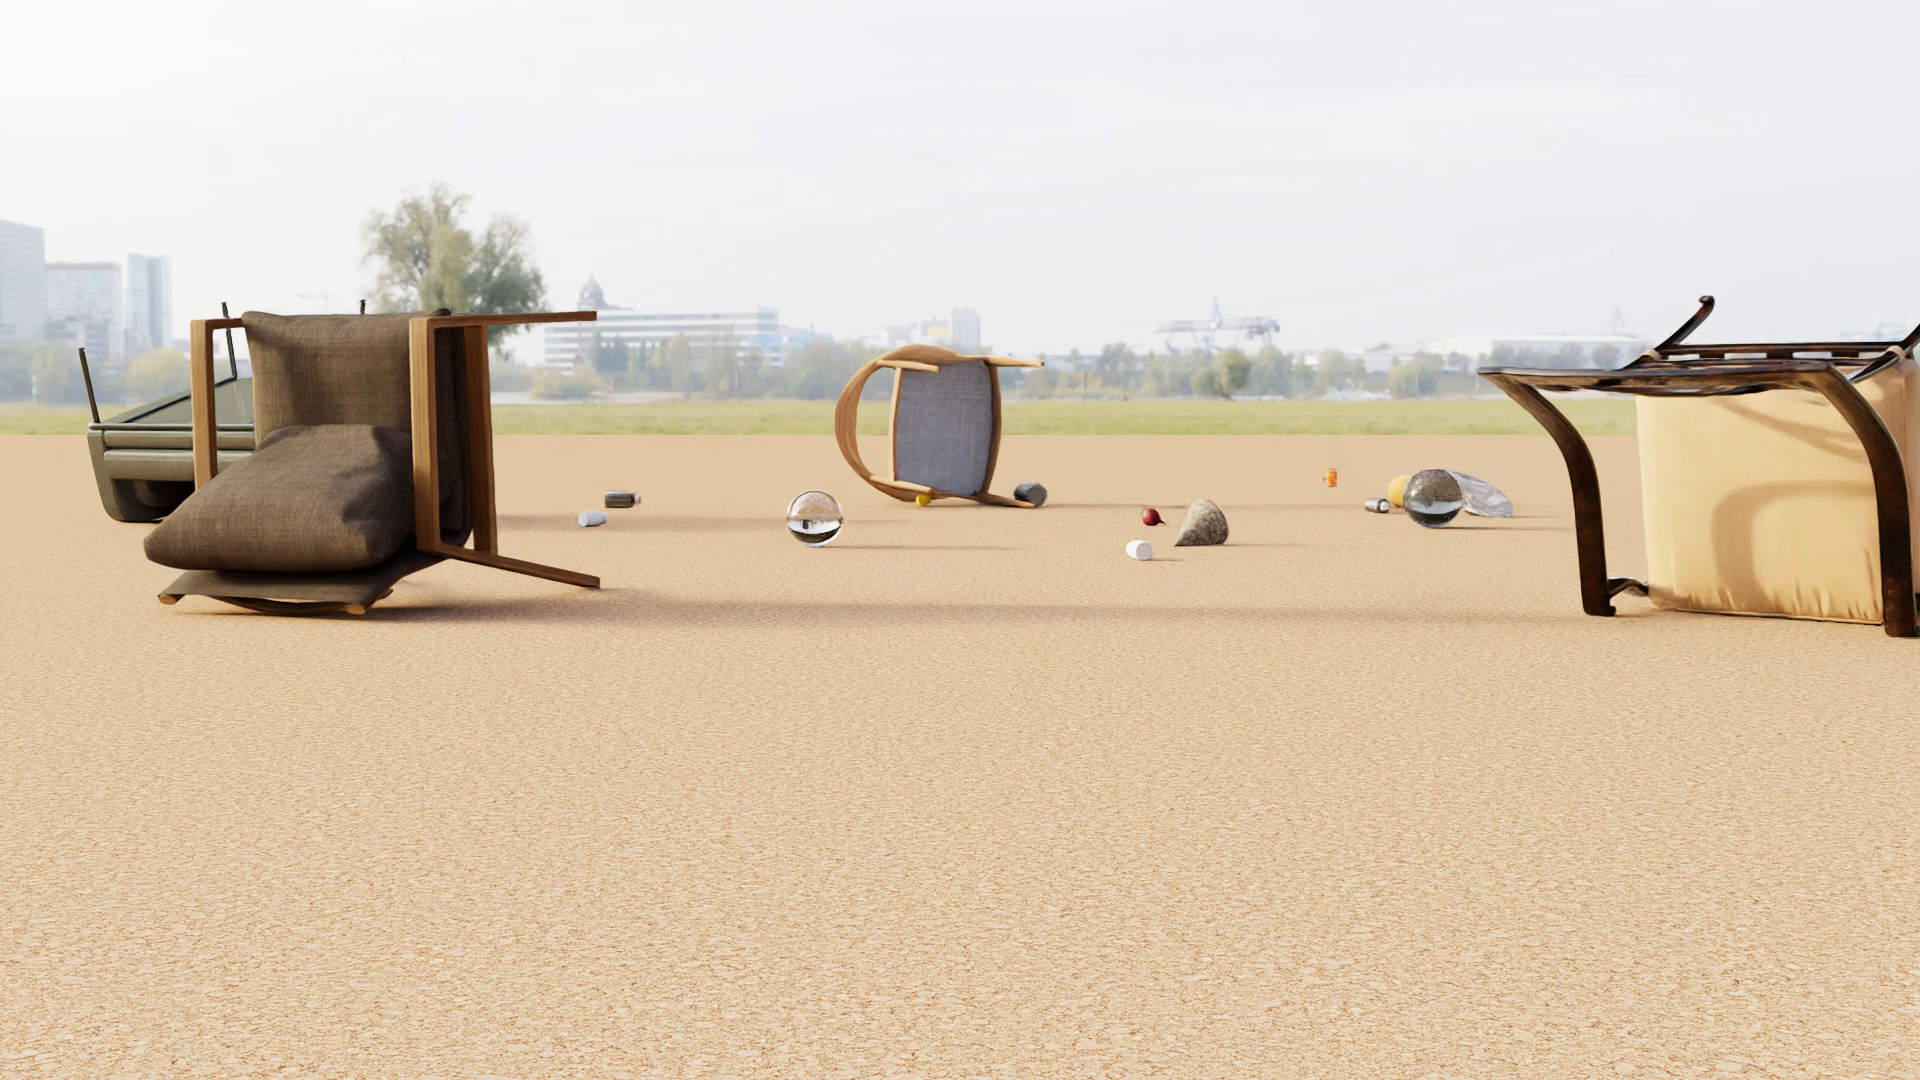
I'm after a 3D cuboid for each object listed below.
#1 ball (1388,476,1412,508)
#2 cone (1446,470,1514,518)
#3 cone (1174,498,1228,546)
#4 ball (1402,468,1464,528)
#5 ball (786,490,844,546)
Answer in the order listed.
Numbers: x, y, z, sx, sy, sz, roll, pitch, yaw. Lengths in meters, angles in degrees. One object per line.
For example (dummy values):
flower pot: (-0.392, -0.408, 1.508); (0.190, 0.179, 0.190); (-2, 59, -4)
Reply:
ball: (1.678, -0.182, 8.303); (0.122, 0.122, 0.122); (0, 4, 0)
cone: (1.812, -0.126, 7.799); (0.307, 0.124, 0.203); (27, -13, 18)
cone: (0.663, -0.018, 6.303); (0.151, 0.159, 0.147); (-34, 65, -29)
ball: (1.529, -0.136, 7.110); (0.193, 0.193, 0.193); (0, 4, 0)
ball: (-0.413, -0.062, 6.255); (0.163, 0.163, 0.163); (0, 4, 0)
